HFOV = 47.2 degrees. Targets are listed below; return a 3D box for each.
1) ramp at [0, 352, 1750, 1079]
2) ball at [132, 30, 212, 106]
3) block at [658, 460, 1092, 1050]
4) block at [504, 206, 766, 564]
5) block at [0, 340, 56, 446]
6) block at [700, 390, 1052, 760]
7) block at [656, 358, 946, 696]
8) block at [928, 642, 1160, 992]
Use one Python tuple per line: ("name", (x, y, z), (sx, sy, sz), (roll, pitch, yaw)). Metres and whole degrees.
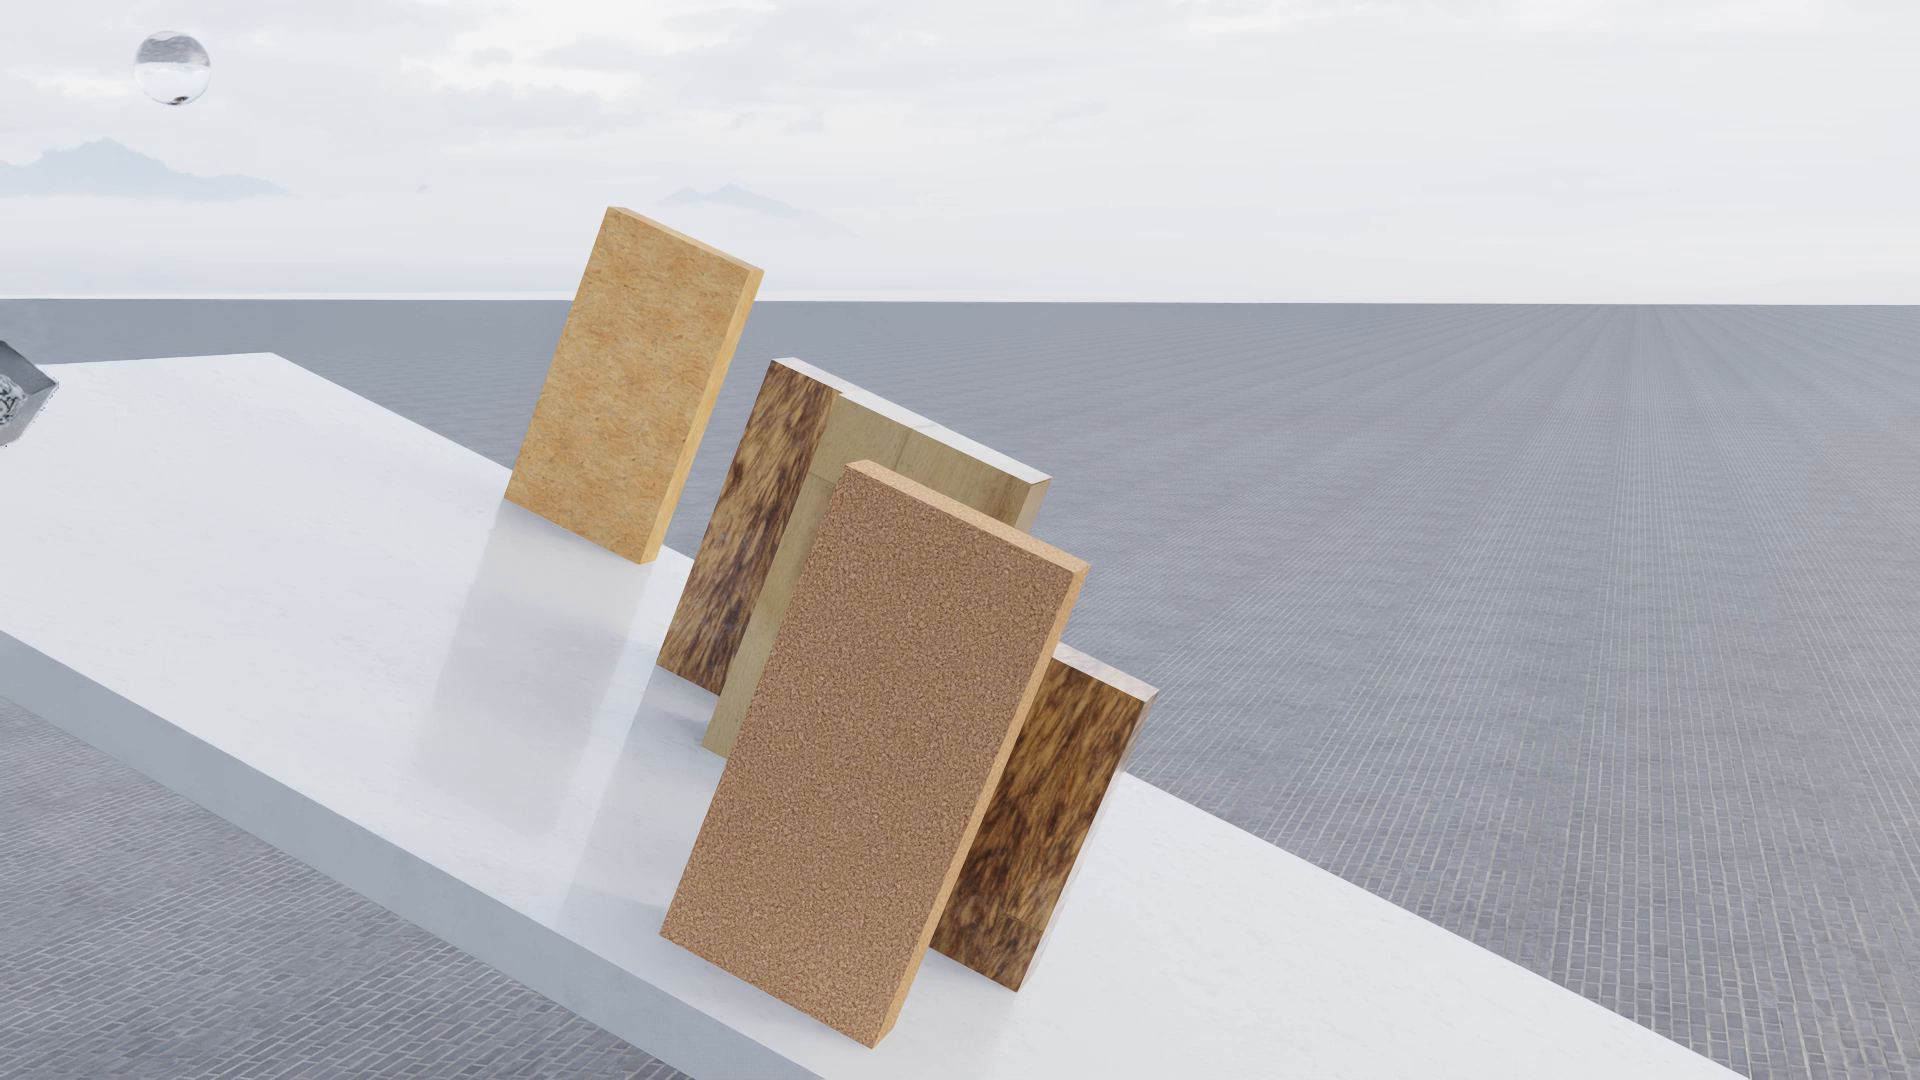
("ramp", (-0.296, 0.519, 4.188), (4.000, 0.100, 2.000), (25, 13, 13))
("ball", (-1.561, -0.936, 4.359), (0.148, 0.148, 0.148), (0, 7, 0))
("block", (-0.135, 0.319, 3.271), (0.373, 0.789, 0.097), (25, 13, 13))
("block", (-0.758, -0.356, 5.088), (0.376, 0.733, 0.091), (25, 13, 13))
("block", (-1.840, -0.274, 4.165), (0.143, 0.143, 0.143), (40, 16, -6))
("block", (-0.160, 0.137, 4.104), (0.397, 0.726, 0.144), (25, 13, 13))
("block", (-0.326, 0.014, 4.437), (0.349, 0.677, 0.121), (25, 13, 13))
("block", (0.067, 0.432, 3.691), (0.333, 0.547, 0.112), (25, 13, 13))
